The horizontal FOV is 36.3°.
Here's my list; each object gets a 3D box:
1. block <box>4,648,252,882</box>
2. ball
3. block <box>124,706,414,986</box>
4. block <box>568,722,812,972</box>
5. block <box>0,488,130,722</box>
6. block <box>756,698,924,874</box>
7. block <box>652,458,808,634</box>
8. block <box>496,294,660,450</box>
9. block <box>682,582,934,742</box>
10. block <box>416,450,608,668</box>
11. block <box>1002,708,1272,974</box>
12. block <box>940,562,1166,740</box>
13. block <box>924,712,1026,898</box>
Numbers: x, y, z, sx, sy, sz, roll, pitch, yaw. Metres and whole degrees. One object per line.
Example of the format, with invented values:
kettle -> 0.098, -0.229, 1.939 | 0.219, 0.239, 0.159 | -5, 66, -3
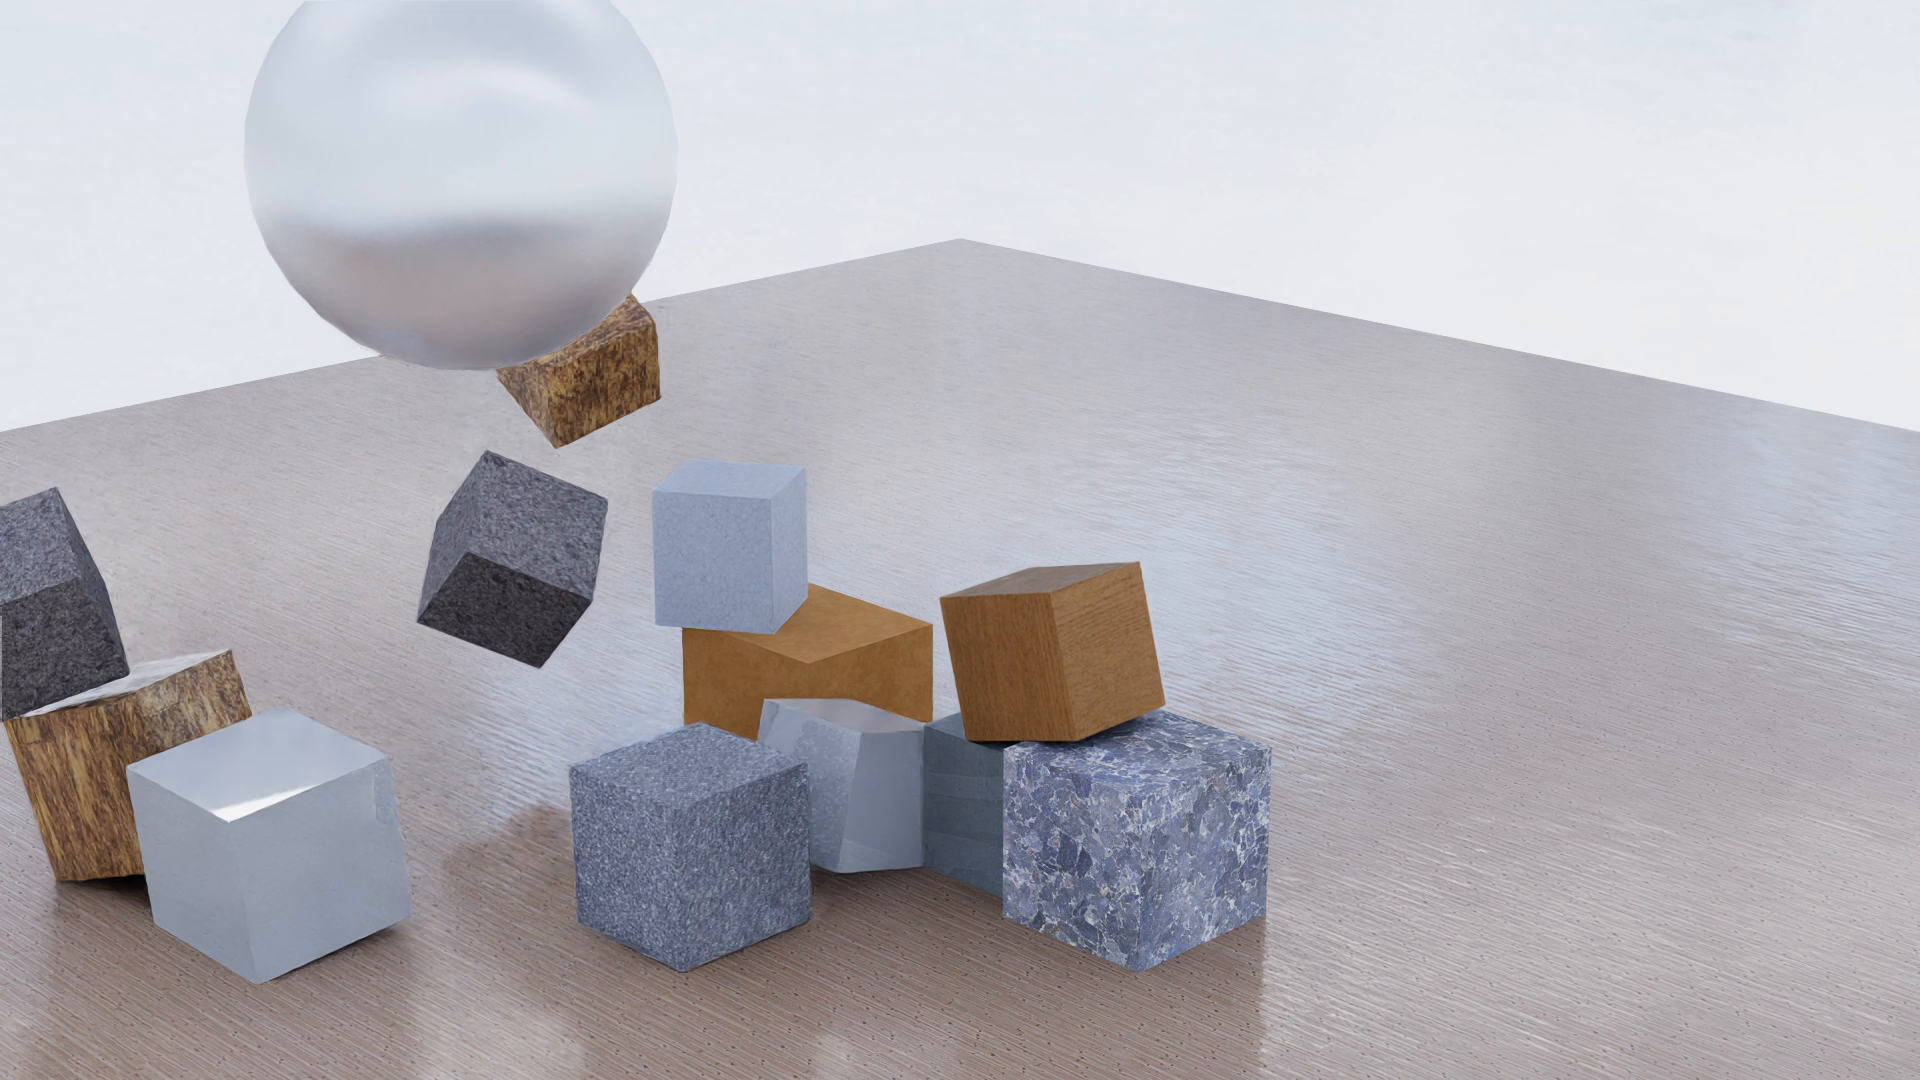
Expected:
block -> -3.741, 1.032, 13.453 | 0.672, 0.787, 0.806 | -9, 11, 33
ball -> -1.854, -1.430, 10.948 | 1.600, 1.600, 1.600 | 0, 17, 0
block -> -3.004, 1.311, 12.768 | 0.790, 0.771, 0.855 | -23, 28, -39
block -> -1.176, 1.328, 12.844 | 0.739, 0.748, 0.722 | -17, 24, -42
block -> -4.196, 0.295, 13.166 | 0.631, 0.691, 0.592 | -21, 49, -10
block -> -0.536, 1.119, 13.494 | 0.625, 0.647, 0.576 | 15, 8, 40
block -> -1.114, 0.026, 14.280 | 0.597, 0.679, 0.577 | 4, 18, 13
block -> -2.042, -1.006, 15.577 | 0.653, 0.603, 0.613 | -28, 57, -23
block -> -0.744, 0.800, 14.373 | 0.809, 0.854, 0.926 | -16, 24, -42
block -> -2.283, 0.102, 14.990 | 0.690, 0.638, 0.696 | 23, 44, -21
block -> 0.777, 1.287, 12.919 | 0.850, 0.797, 0.808 | -17, 24, -42
block -> 0.412, 0.497, 13.073 | 0.677, 0.659, 0.605 | -4, 10, 45
block -> 0.295, 1.171, 13.451 | 0.664, 0.700, 0.633 | -17, 24, -42
